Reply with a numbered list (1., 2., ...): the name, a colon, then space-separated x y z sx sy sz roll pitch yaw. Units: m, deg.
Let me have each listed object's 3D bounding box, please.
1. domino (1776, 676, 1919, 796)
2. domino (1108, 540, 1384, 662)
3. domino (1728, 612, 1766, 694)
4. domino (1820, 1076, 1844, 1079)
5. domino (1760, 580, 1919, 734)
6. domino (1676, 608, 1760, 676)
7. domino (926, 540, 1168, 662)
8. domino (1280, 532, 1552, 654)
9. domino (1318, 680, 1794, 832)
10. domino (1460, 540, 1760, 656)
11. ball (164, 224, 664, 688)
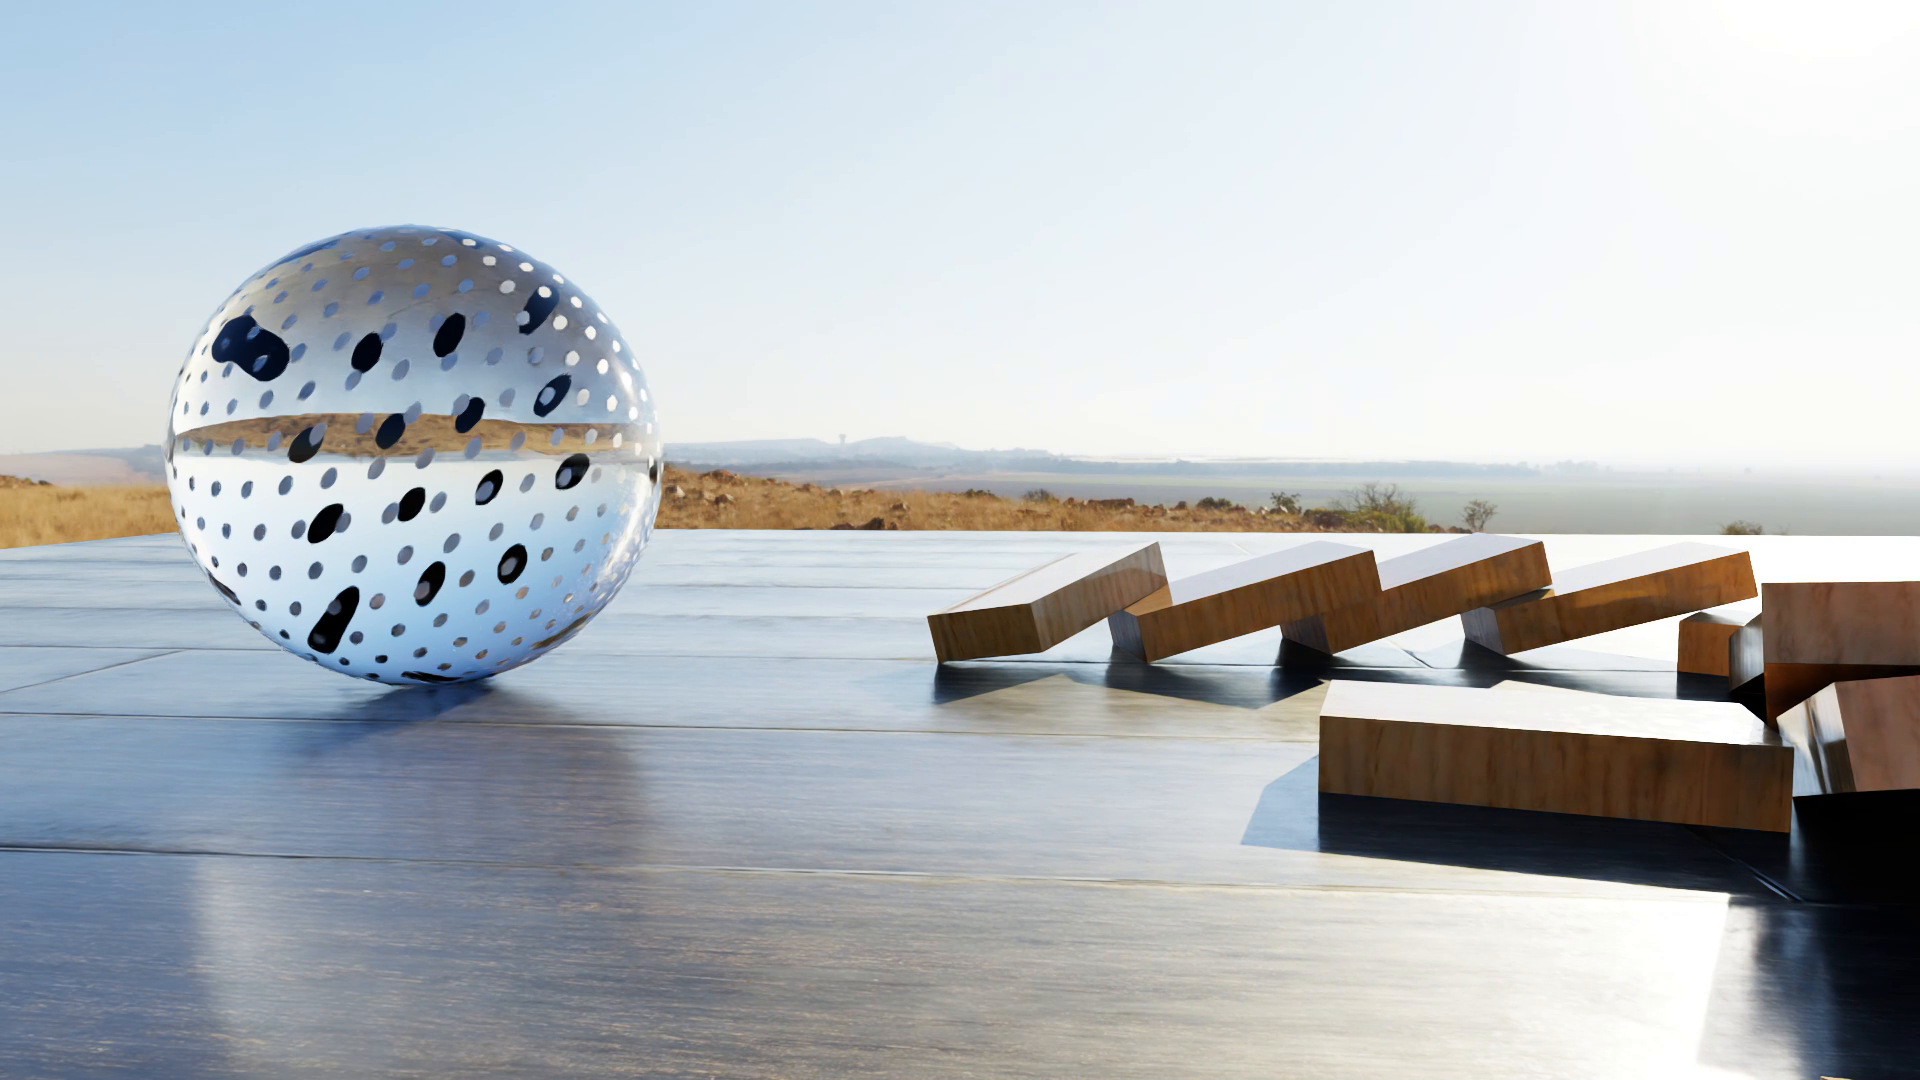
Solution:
1. domino: 0.100 0.020 0.129 0.025 0.010 0.050 -9 -15 26
2. domino: 0.057 0.012 0.264 0.050 0.009 0.025 -15 6 -7
3. domino: 0.136 0.016 0.194 0.025 0.009 0.050 2 -12 21
4. domino: 0.052 0.027 0.040 0.025 0.010 0.050 1 -14 14
5. domino: 0.116 0.016 0.161 0.025 0.010 0.050 -2 -18 32
6. domino: 0.162 0.020 0.234 0.050 0.009 0.025 4 6 40
7. domino: 0.019 0.012 0.261 0.025 0.009 0.050 -10 7 38
8. domino: 0.096 0.011 0.274 0.050 0.009 0.025 -16 6 -7
9. domino: 0.072 0.026 0.160 0.050 0.010 0.025 2 5 19
10. domino: 0.133 0.012 0.268 0.050 0.009 0.025 -14 3 5
11. ball: -0.093 -0.014 0.225 0.080 0.080 0.080 0 4 0
